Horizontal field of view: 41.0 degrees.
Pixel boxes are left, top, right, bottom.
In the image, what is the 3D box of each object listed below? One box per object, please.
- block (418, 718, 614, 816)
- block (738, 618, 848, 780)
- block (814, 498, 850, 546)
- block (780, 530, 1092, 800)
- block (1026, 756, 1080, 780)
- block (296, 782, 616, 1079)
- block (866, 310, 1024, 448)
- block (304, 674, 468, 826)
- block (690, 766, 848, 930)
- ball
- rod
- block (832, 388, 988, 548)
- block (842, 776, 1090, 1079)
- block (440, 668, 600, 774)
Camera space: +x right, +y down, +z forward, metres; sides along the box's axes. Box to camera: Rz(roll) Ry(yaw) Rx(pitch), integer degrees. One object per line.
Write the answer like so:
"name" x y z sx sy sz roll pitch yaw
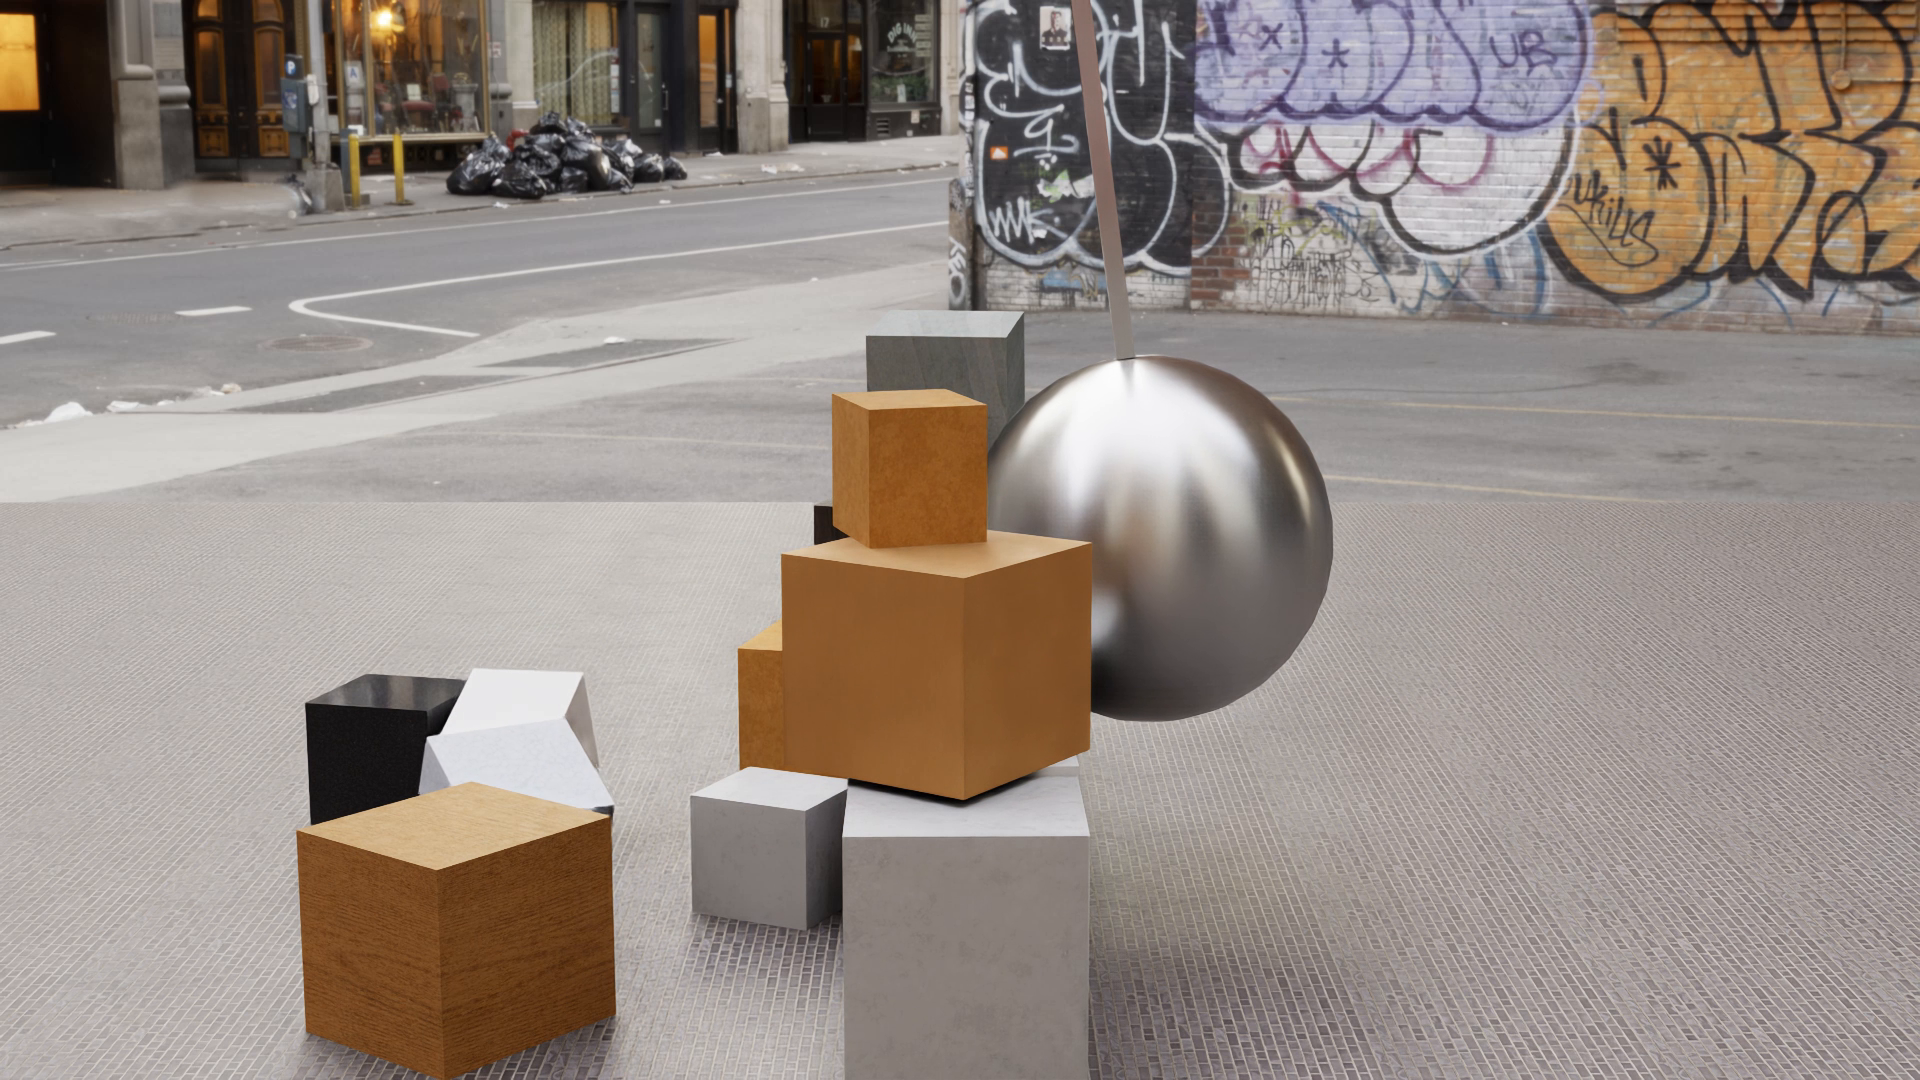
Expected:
"block" -1.867 1.203 10.656 0.608 0.635 0.572 -6 38 -30
"block" -0.410 0.905 11.874 0.991 0.971 0.895 2 11 13
"block" -0.275 0.082 12.093 0.639 0.569 0.646 3 11 17
"block" -0.080 0.423 9.580 0.816 0.801 0.843 7 12 34
"block" -0.001 1.232 10.080 0.860 0.970 0.968 0 10 -2
"block" -1.865 1.427 9.544 0.777 0.777 0.838 8 13 37
"block" -0.058 -0.655 12.241 0.658 0.769 0.633 1 16 9
"block" -2.655 1.028 12.131 0.614 0.638 0.610 3 11 14
"block" -0.779 1.306 10.937 0.552 0.516 0.499 5 11 25
"ball" 0.823 -0.006 11.179 1.600 1.600 1.600 0 10 0
"rod" 0.357 -3.320 10.577 0.080 5.200 0.080 -8 10 1
"block" -0.197 -0.279 9.758 0.458 0.518 0.518 -3 11 -18
"block" 0.017 1.405 9.229 0.848 0.933 0.756 0 10 -1
"block" -2.057 0.999 12.035 0.539 0.565 0.532 2 33 9
